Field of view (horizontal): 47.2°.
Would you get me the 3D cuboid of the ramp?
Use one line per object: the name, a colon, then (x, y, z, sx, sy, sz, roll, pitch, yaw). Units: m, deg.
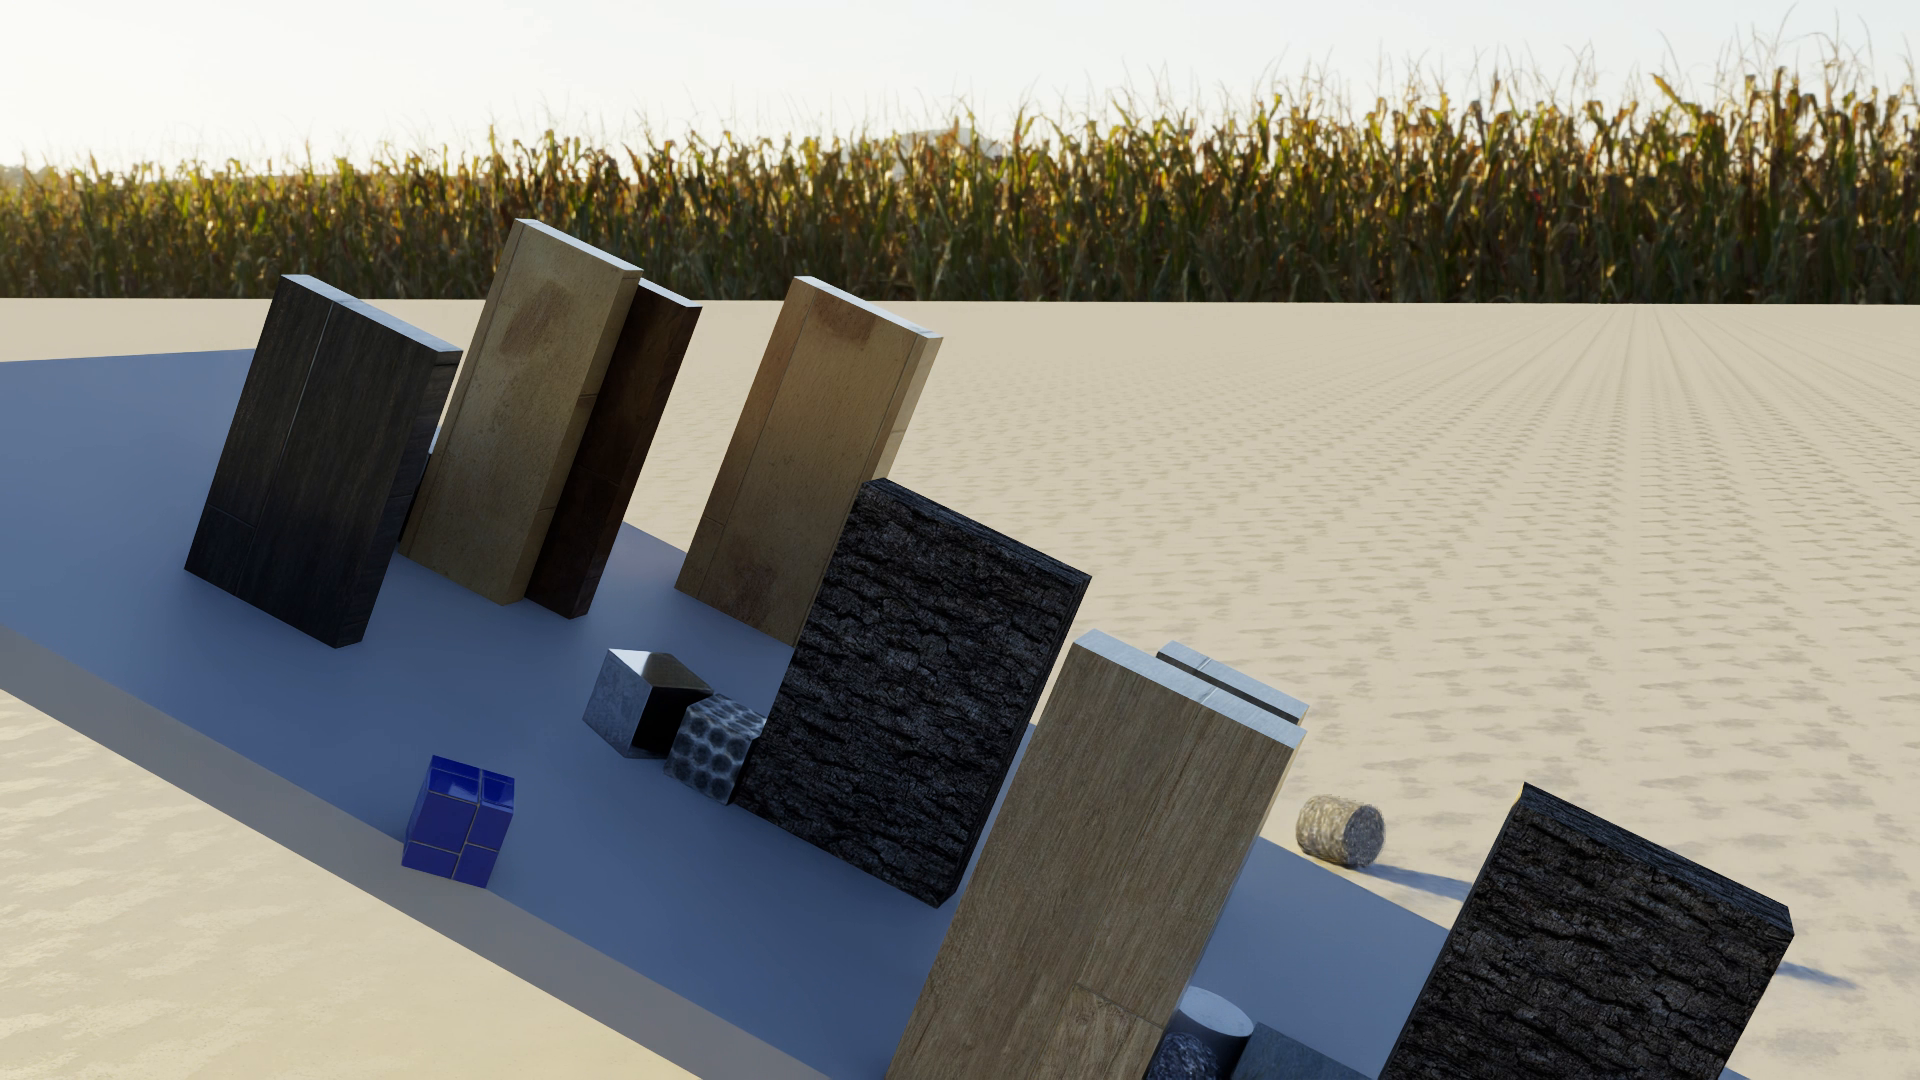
ramp: (-0.293, 0.513, 4.187, 4.000, 0.100, 2.000, 26, 13, 13)

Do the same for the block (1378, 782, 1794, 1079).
block: (0.884, 0.778, 3.292, 0.415, 0.704, 0.148, 26, 13, 13)

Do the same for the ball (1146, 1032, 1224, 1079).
ball: (0.333, 0.835, 3.390, 0.146, 0.146, 0.146, 0, 7, 0)

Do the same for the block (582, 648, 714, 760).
block: (-0.571, 0.302, 4.023, 0.146, 0.146, 0.146, 8, 19, -47)

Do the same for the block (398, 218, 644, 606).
block: (-0.888, -0.254, 4.422, 0.257, 0.731, 0.085, 26, 13, 13)

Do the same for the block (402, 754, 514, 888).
block: (-0.749, 0.420, 3.288, 0.128, 0.128, 0.128, 19, 13, -16)

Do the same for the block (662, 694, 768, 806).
block: (-0.430, 0.378, 3.977, 0.135, 0.135, 0.135, 26, 13, 14)

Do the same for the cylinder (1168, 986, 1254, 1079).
cylinder: (0.375, 0.817, 3.529, 0.146, 0.146, 0.146, 21, 13, -5)

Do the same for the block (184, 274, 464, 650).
block: (-1.134, -0.140, 3.905, 0.334, 0.572, 0.085, 26, 13, 13)

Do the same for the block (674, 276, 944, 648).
block: (-0.342, -0.170, 4.923, 0.337, 0.762, 0.112, 26, 13, 13)

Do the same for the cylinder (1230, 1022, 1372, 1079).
cylinder: (0.507, 0.878, 3.377, 0.203, 0.203, 0.203, 25, 13, 12)

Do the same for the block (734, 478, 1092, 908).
block: (-0.088, 0.267, 3.879, 0.416, 0.633, 0.115, 26, 13, 13)

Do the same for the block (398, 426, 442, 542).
block: (-1.105, -0.113, 4.673, 0.202, 0.202, 0.202, 11, 17, -41)

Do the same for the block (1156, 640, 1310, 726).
block: (0.472, 0.469, 4.467, 0.309, 0.425, 0.141, 26, 13, 13)

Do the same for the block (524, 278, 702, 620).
block: (-0.793, -0.217, 4.510, 0.301, 0.696, 0.081, 26, 13, 13)

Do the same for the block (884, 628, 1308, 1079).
block: (0.181, 0.526, 3.088, 0.329, 0.723, 0.123, 26, 13, 13)

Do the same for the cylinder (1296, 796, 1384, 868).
cylinder: (1.199, 0.919, 6.938, 0.195, 0.195, 0.195, -5, 9, -38)
